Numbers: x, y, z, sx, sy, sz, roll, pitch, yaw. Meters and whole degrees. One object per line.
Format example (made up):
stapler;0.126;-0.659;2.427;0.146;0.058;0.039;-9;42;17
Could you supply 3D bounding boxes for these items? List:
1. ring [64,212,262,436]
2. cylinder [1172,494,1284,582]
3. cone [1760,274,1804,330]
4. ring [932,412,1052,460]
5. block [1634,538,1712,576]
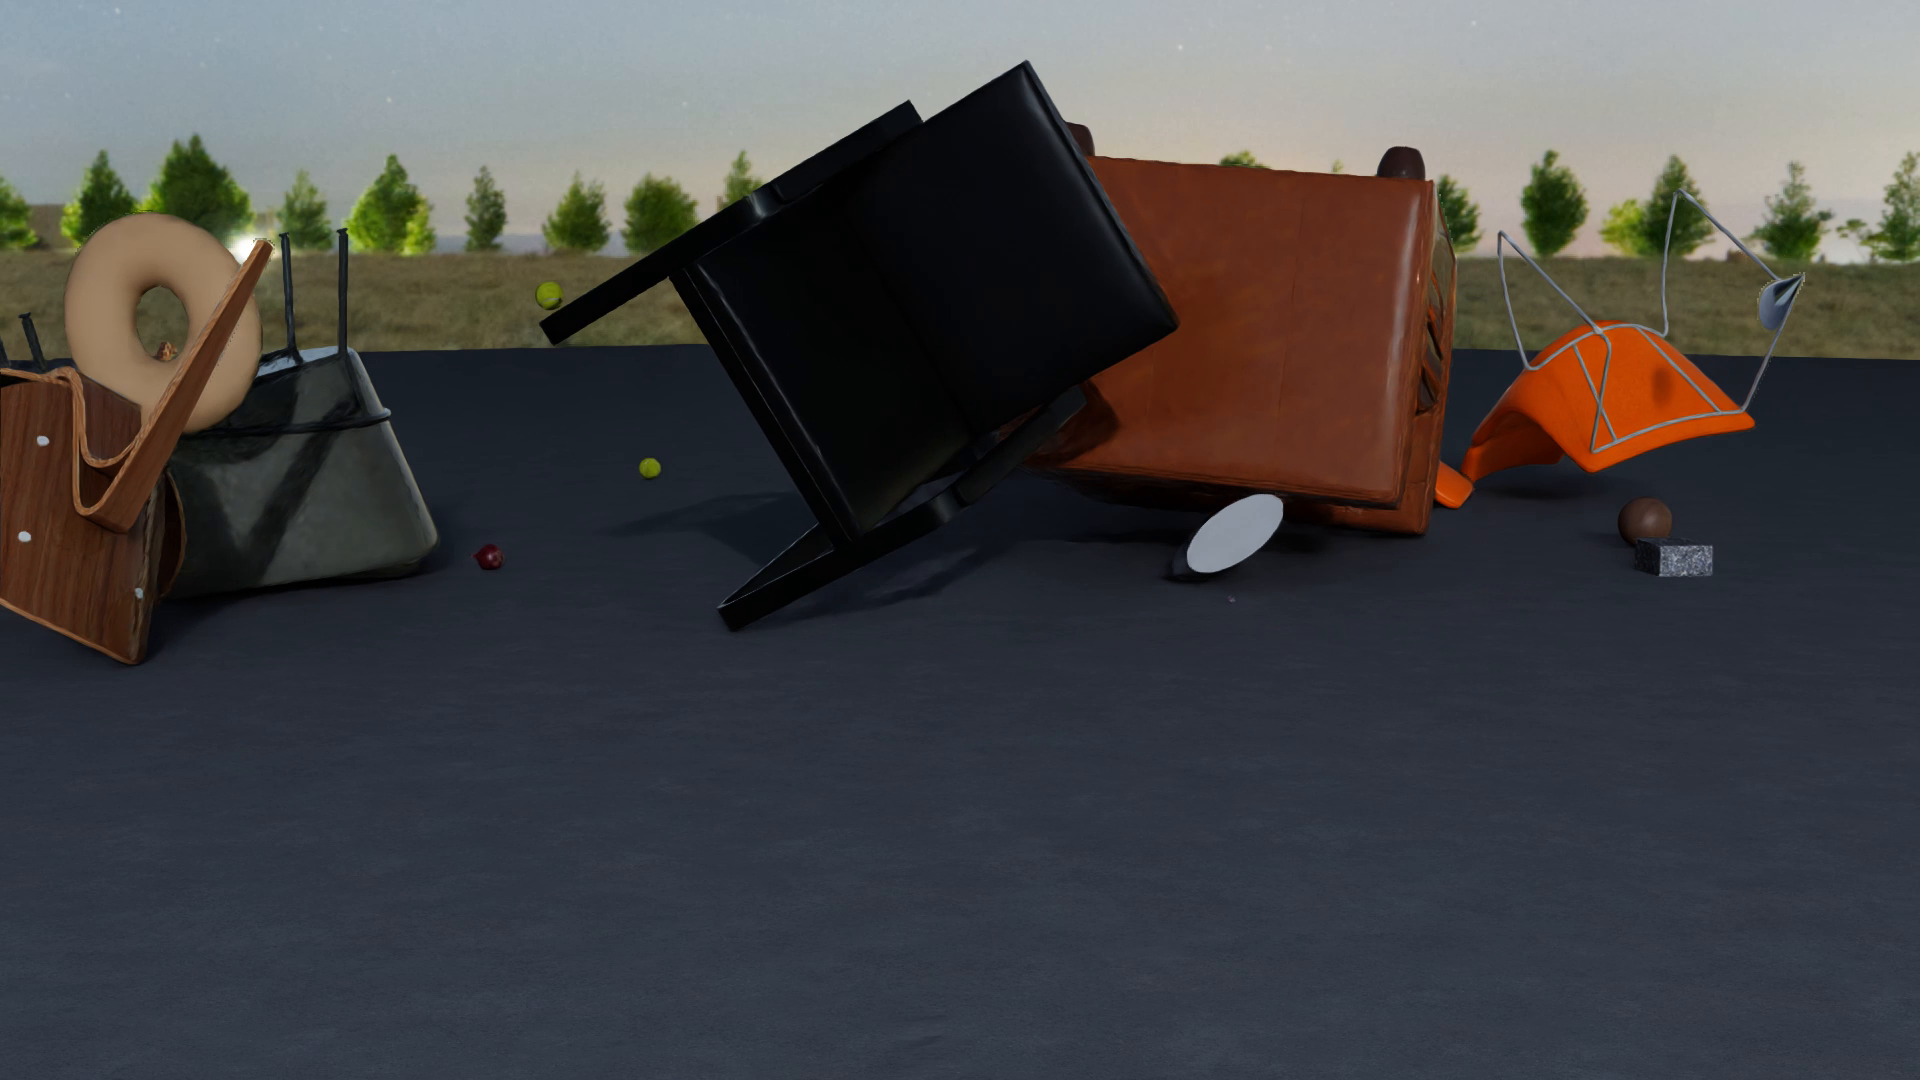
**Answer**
ring;-1.544;-0.418;4.963;0.465;0.403;0.119;46;15;13
cylinder;0.565;-0.003;5.431;0.239;0.112;0.220;-35;-3;-6
cone;2.068;-0.622;6.406;0.071;0.156;0.147;24;-32;-4
ring;0.115;-0.370;9.216;0.448;0.116;0.279;11;13;10
block;1.587;0.038;5.708;0.119;0.069;0.160;-1;6;-5
